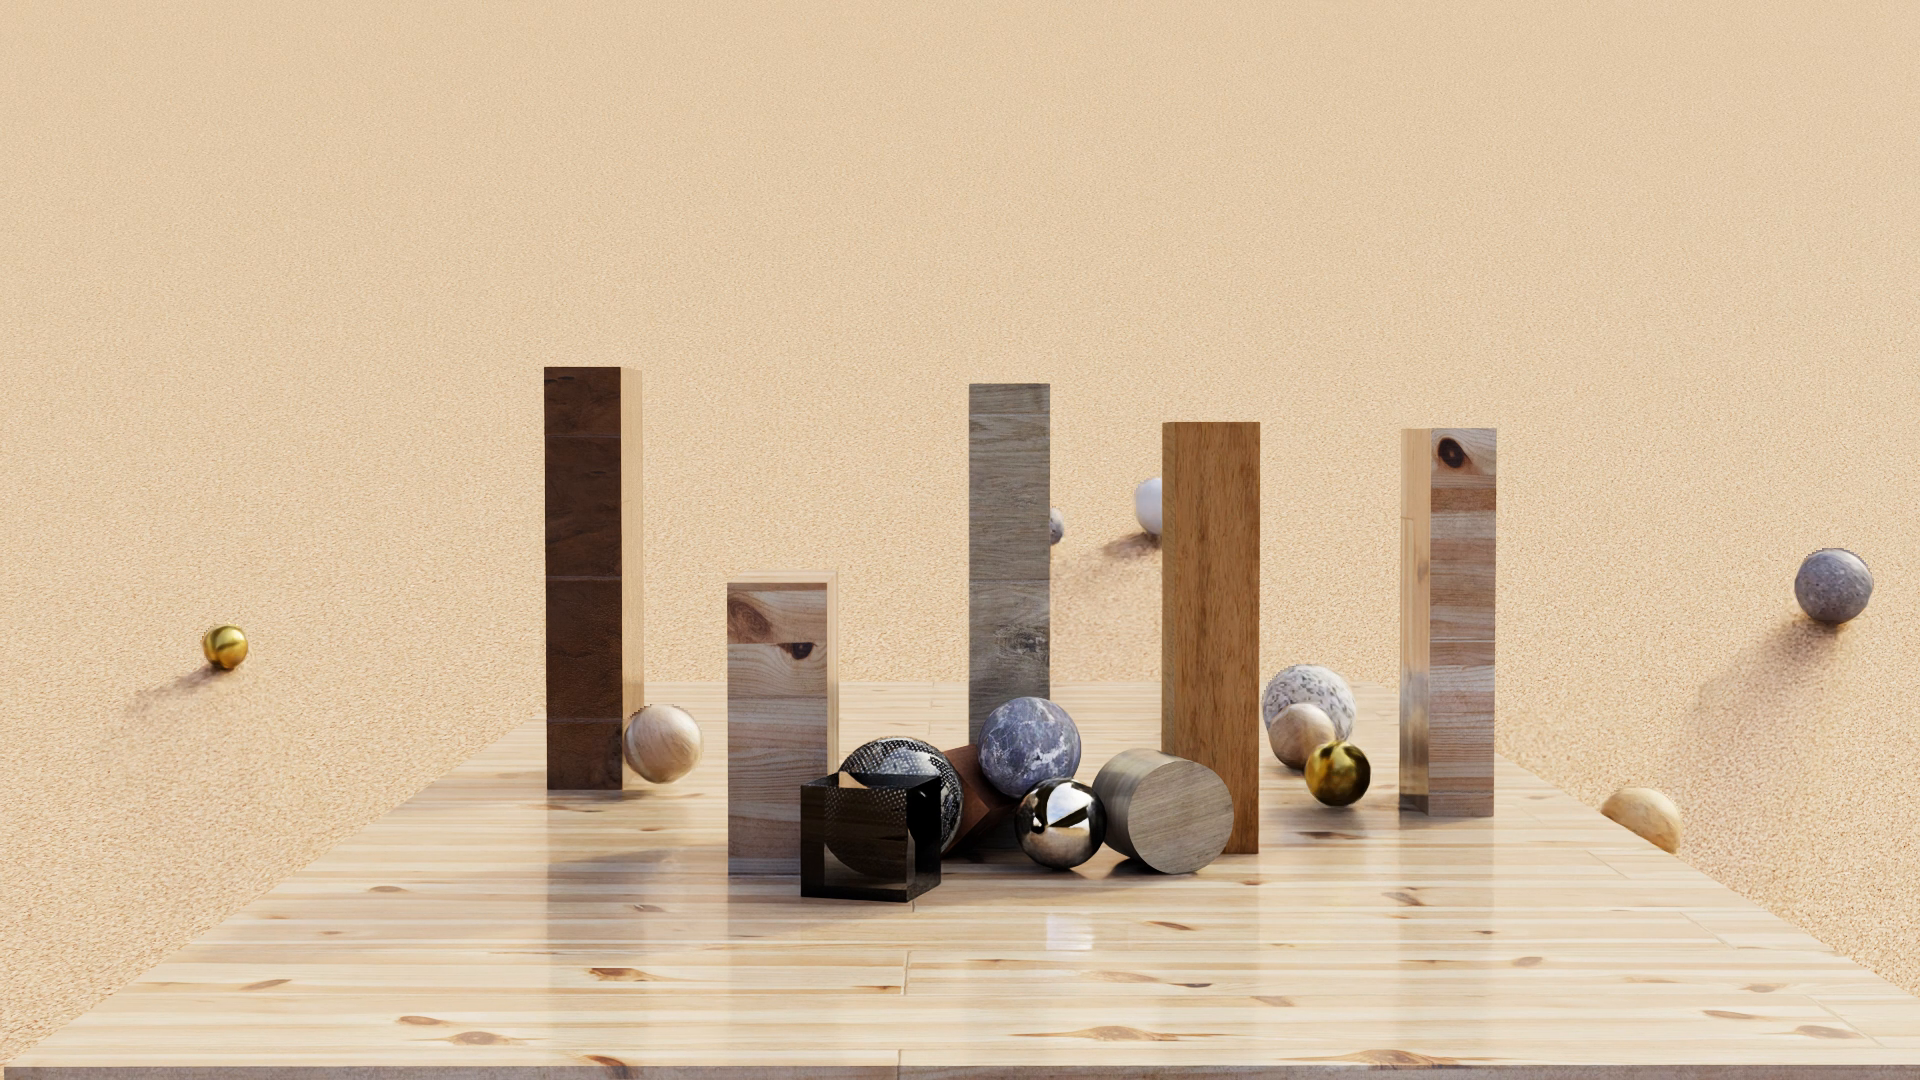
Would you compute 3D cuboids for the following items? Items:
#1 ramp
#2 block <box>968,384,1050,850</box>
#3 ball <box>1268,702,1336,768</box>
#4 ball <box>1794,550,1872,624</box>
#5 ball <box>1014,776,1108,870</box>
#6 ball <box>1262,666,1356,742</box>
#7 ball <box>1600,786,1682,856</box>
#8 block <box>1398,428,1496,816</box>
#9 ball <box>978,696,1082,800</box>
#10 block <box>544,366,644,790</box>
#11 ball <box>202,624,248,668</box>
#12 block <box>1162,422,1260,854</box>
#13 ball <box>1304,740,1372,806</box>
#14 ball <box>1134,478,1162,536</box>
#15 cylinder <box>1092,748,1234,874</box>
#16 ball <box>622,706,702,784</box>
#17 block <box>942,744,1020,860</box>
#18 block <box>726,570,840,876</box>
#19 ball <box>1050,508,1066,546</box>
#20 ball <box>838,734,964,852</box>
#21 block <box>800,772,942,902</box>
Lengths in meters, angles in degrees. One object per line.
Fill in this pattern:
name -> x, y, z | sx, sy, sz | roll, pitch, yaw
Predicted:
ramp -> 0.054, 0.489, 4.541 | 2.000, 0.100, 4.000 | 0, 2, 0
block -> 0.074, 0.108, 4.053 | 0.121, 0.700, 0.381 | 0, 2, 0
ball -> 0.639, 0.366, 4.814 | 0.123, 0.123, 0.123 | 0, 23, 0
ball -> 2.391, 0.128, 7.049 | 0.203, 0.203, 0.203 | 0, 23, 0
ball -> 0.144, 0.406, 3.698 | 0.134, 0.134, 0.134 | 0, 23, 0
ball -> 0.674, 0.331, 4.968 | 0.180, 0.180, 0.180 | 0, 23, 0
ball -> 1.543, 0.656, 5.852 | 0.189, 0.189, 0.189 | 0, 23, 0
block -> 0.818, 0.129, 4.334 | 0.107, 0.634, 0.281 | 0, 2, 0
ball -> 0.102, 0.307, 3.793 | 0.154, 0.154, 0.154 | 0, 23, 0
block -> -0.661, 0.062, 4.673 | 0.135, 0.743, 0.312 | 0, 2, 0
ball -> -1.940, 0.282, 6.803 | 0.116, 0.116, 0.116 | 0, 23, 0
block -> 0.381, 0.141, 3.938 | 0.126, 0.642, 0.243 | 0, 2, 0
ball -> 0.634, 0.392, 4.321 | 0.111, 0.111, 0.111 | 0, 23, 0
ball -> 0.600, -0.099, 7.608 | 0.174, 0.174, 0.174 | 0, 23, 0
cylinder -> 0.290, 0.390, 3.725 | 0.162, 0.162, 0.162 | -7, 4, -17
ball -> -0.521, 0.359, 4.508 | 0.138, 0.138, 0.138 | 0, 23, 0
block -> -0.005, 0.387, 3.819 | 0.113, 0.113, 0.113 | 49, 20, 16
block -> -0.257, 0.260, 3.806 | 0.141, 0.416, 0.363 | 0, 2, 0
ball -> 0.246, -0.038, 7.533 | 0.122, 0.122, 0.122 | 0, 23, 0
ball -> -0.090, 0.376, 3.690 | 0.193, 0.193, 0.193 | 0, 23, 0
block -> -0.121, 0.404, 3.520 | 0.151, 0.151, 0.151 | 1, 2, 17
